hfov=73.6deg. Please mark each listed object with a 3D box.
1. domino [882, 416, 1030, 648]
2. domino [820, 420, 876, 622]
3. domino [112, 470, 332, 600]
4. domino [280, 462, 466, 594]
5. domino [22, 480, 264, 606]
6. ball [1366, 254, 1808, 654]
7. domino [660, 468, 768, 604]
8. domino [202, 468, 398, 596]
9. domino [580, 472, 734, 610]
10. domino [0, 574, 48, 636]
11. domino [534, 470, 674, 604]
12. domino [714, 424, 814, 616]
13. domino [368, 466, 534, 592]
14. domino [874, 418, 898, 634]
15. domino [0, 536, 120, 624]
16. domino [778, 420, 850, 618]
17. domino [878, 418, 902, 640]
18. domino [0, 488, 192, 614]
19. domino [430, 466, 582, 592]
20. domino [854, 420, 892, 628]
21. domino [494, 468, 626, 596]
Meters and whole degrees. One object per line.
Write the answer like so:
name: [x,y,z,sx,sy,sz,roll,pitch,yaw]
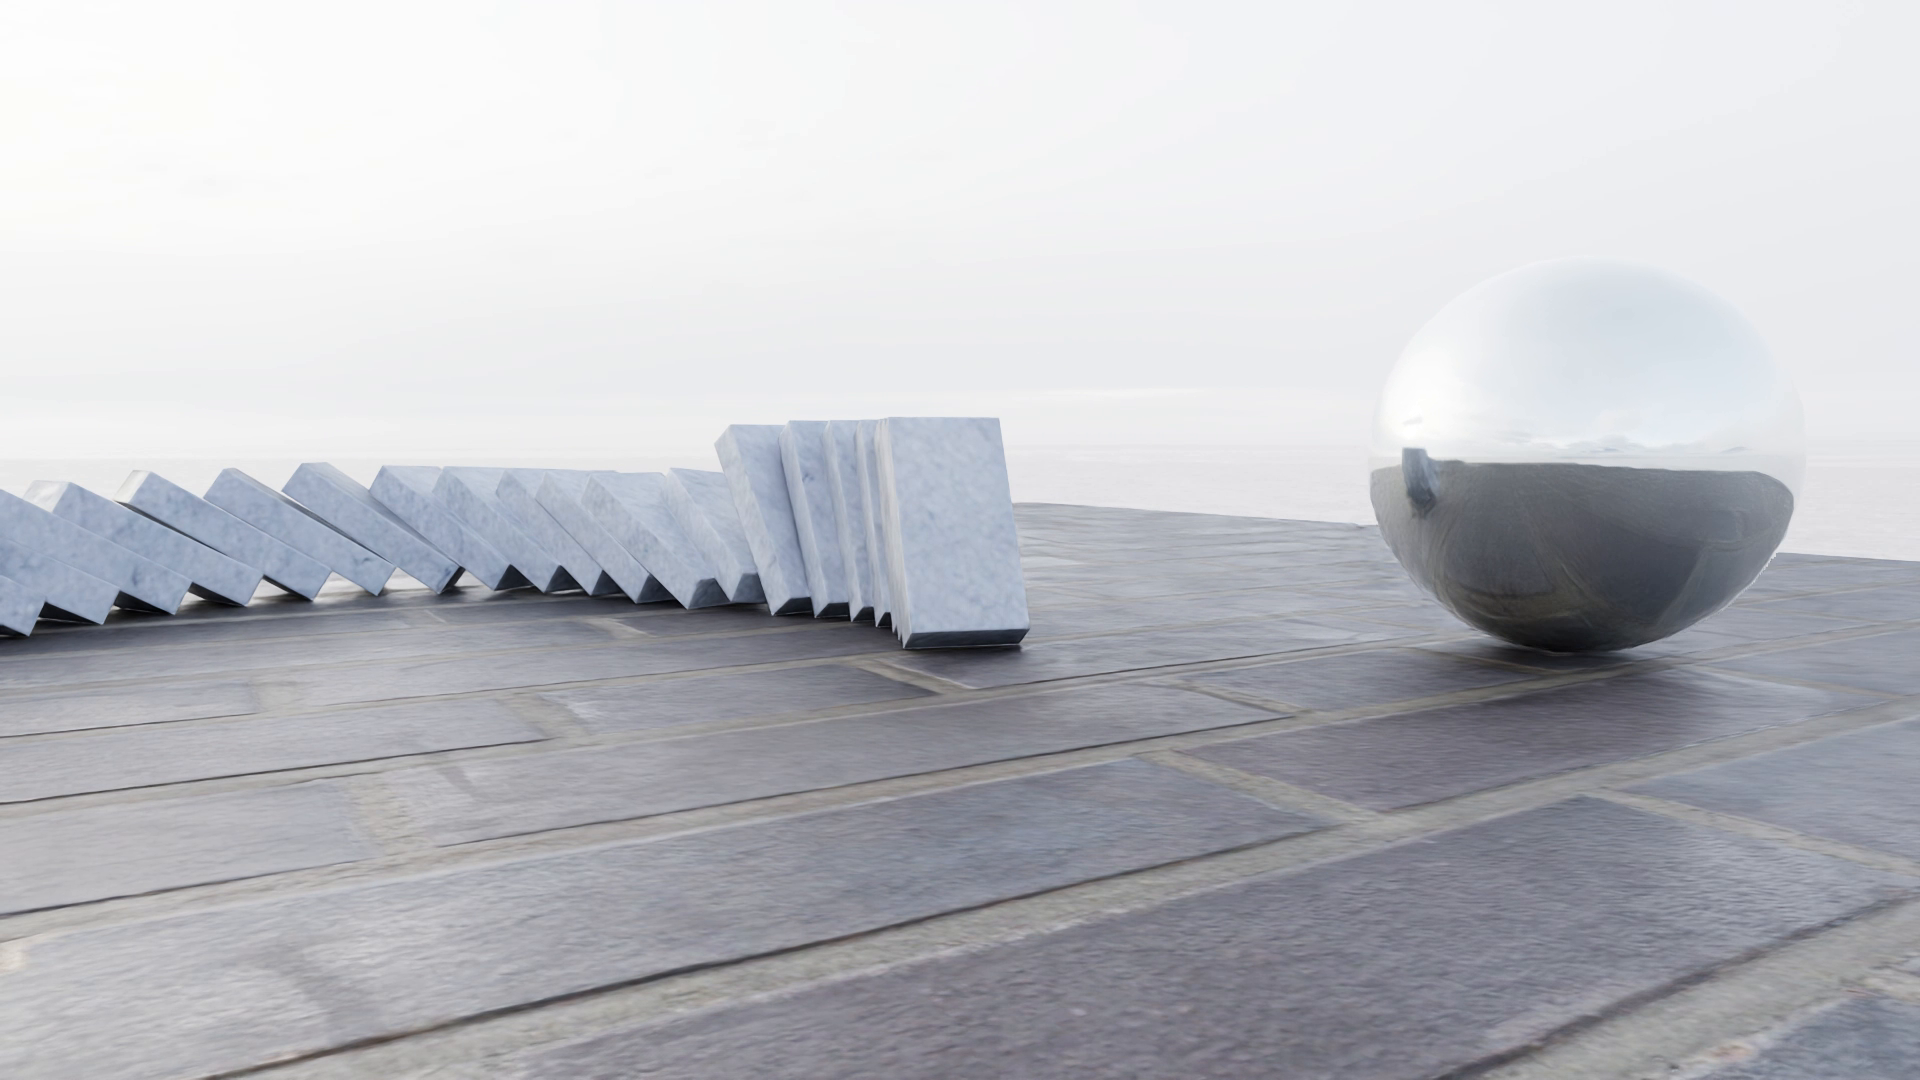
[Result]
domino: [-0.002,-0.002,0.275,0.025,0.050,0.009,-1,-24,-14]
domino: [-0.018,-0.005,0.317,0.025,0.050,0.010,-2,-24,-24]
domino: [-0.198,-0.001,0.345,0.025,0.010,0.050,5,-27,48]
domino: [-0.167,-0.004,0.371,0.050,0.010,0.025,36,-3,-12]
domino: [-0.208,0.001,0.327,0.025,0.009,0.050,3,-25,37]
ball: [0.124,-0.017,0.260,0.080,0.080,0.080,0,4,0]
domino: [-0.059,-0.001,0.346,0.025,0.009,0.050,4,31,-40]
domino: [-0.184,-0.003,0.361,0.050,0.009,0.025,35,-10,-22]
domino: [-0.078,-0.001,0.350,0.050,0.009,0.025,39,24,27]
domino: [-0.222,0.006,0.266,0.025,0.010,0.050,0,-26,16]
domino: [-0.094,-0.002,0.360,0.050,0.010,0.025,40,24,27]
domino: [-0.043,-0.006,0.332,0.025,0.050,0.009,-4,-26,-42]
domino: [-0.147,-0.004,0.381,0.050,0.010,0.025,35,11,10]
domino: [-0.005,-0.004,0.297,0.025,0.050,0.009,-1,-24,-14]
domino: [-0.222,0.005,0.289,0.025,0.010,0.050,2,-24,27]
domino: [-0.028,-0.006,0.325,0.025,0.050,0.010,-2,-24,-29]
domino: [-0.003,-0.003,0.286,0.025,0.050,0.010,-1,-24,-14]
domino: [-0.216,0.003,0.308,0.025,0.010,0.050,2,-26,30]
domino: [-0.128,-0.004,0.377,0.050,0.010,0.025,37,16,18]
domino: [-0.010,-0.005,0.307,0.025,0.050,0.010,-1,-24,-17]
domino: [-0.109,-0.003,0.371,0.050,0.010,0.025,40,22,27]
